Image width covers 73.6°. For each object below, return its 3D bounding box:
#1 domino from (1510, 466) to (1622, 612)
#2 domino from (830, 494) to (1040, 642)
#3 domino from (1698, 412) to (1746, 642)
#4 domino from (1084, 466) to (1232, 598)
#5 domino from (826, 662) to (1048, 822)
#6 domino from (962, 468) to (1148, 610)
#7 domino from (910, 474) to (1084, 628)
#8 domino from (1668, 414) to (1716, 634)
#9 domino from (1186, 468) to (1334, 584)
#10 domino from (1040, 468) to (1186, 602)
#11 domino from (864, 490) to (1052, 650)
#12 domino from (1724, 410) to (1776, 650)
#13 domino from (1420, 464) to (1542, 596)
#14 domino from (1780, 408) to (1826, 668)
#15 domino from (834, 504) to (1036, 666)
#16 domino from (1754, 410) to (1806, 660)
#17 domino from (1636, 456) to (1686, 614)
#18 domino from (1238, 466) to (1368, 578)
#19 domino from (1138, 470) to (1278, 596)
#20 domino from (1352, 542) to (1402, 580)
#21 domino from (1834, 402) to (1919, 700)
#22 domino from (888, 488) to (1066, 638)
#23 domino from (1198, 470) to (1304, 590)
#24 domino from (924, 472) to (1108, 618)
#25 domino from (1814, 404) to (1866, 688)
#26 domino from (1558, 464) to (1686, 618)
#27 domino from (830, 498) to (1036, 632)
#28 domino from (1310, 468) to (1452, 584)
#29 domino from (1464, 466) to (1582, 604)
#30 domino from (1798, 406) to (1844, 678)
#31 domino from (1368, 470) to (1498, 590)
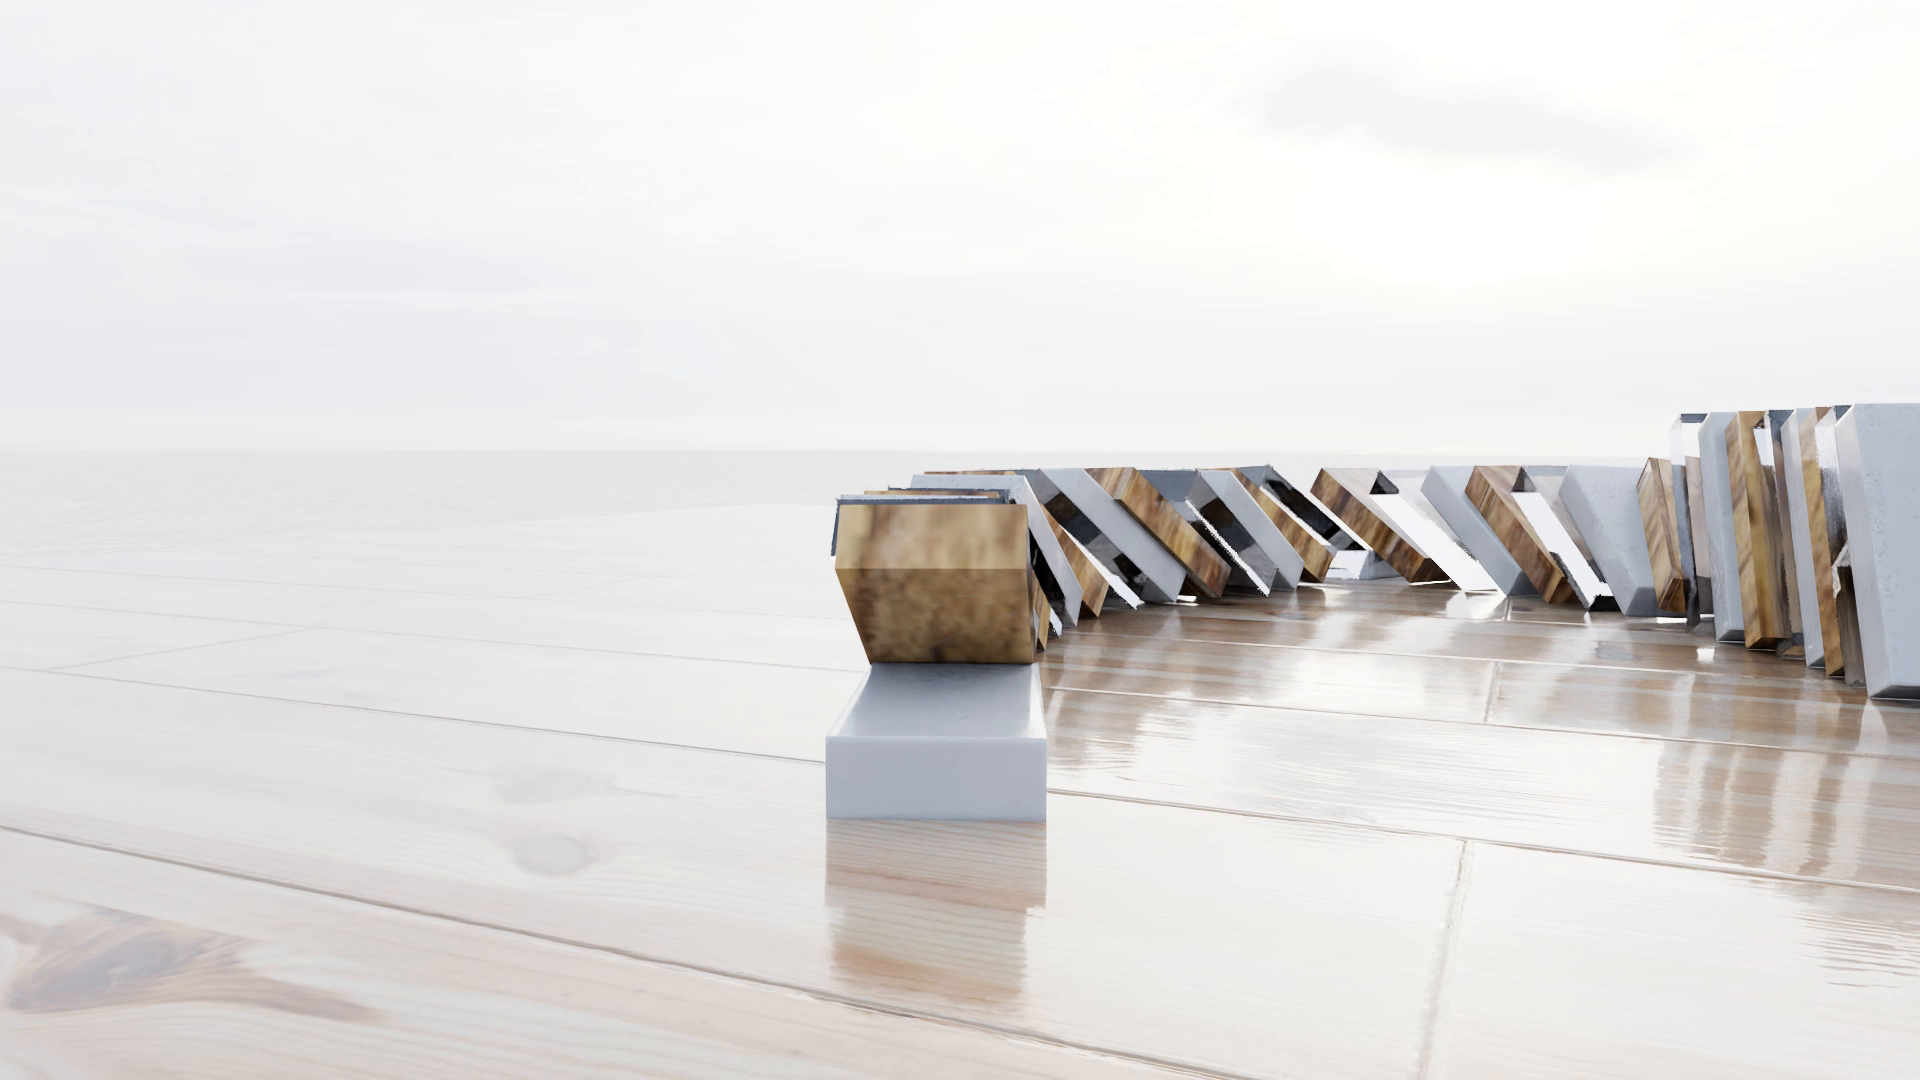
[{"bbox_3d":[0.170,-0.001,0.342,0.025,0.009,0.050,0,39,-4],"label":"domino"},{"bbox_3d":[-0.003,0.008,0.230,0.025,0.009,0.050,1,-27,15],"label":"domino"},{"bbox_3d":[0.177,-0.003,0.277,0.025,0.050,0.009,1,-20,15],"label":"domino"},{"bbox_3d":[0.048,-0.001,0.342,0.025,0.009,0.050,2,-30,46],"label":"domino"},{"bbox_3d":[-0.002,0.025,0.170,0.025,0.009,0.050,0,4,2],"label":"domino"},{"bbox_3d":[0.022,0.000,0.319,0.025,0.009,0.050,2,-30,44],"label":"domino"},{"bbox_3d":[0.009,0.003,0.285,0.025,0.009,0.050,2,-30,23],"label":"domino"},{"bbox_3d":[0.176,-0.004,0.288,0.025,0.050,0.009,1,-20,13],"label":"domino"},{"bbox_3d":[0.086,-0.004,0.382,0.050,0.009,0.025,36,-19,-31],"label":"domino"},{"bbox_3d":[0.034,-0.001,0.332,0.025,0.010,0.050,1,-30,47],"label":"domino"},{"bbox_3d":[0.000,0.007,0.248,0.025,0.009,0.050,1,-27,17],"label":"domino"},{"bbox_3d":[0.177,-0.002,0.266,0.025,0.050,0.009,1,-20,15],"label":"domino"},{"bbox_3d":[0.160,-0.004,0.377,0.025,0.010,0.050,-1,39,-15],"label":"domino"},{"bbox_3d":[0.175,-0.001,0.245,0.025,0.050,0.009,1,-20,15],"label":"domino"},{"bbox_3d":[-0.002,0.011,0.191,0.025,0.009,0.050,0,-27,5],"label":"domino"},{"bbox_3d":[0.176,-0.001,0.256,0.025,0.050,0.009,1,-20,15],"label":"domino"},{"bbox_3d":[0.181,0.000,0.311,0.025,0.010,0.050,11,40,13],"label":"domino"},{"bbox_3d":[0.099,-0.005,0.393,0.050,0.010,0.025,35,-18,-28],"label":"domino"},{"bbox_3d":[0.064,-0.002,0.352,0.025,0.009,0.050,4,-28,43],"label":"domino"},{"bbox_3d":[0.121,0.006,0.427,0.025,0.010,0.050,-3,6,-39],"label":"domino"},{"bbox_3d":[0.166,0.002,0.216,0.025,0.050,0.010,1,-20,15],"label":"domino"},{"bbox_3d":[0.004,0.006,0.267,0.025,0.009,0.050,2,-27,19],"label":"domino"},{"bbox_3d":[0.076,-0.003,0.365,0.025,0.009,0.050,4,-27,43],"label":"domino"},{"bbox_3d":[0.013,0.001,0.304,0.025,0.010,0.050,2,-30,37],"label":"domino"},{"bbox_3d":[0.169,0.001,0.226,0.025,0.050,0.009,1,-20,15],"label":"domino"},{"bbox_3d":[0.174,0.000,0.326,0.025,0.009,0.050,2,39,1],"label":"domino"},{"bbox_3d":[-0.003,0.010,0.209,0.025,0.009,0.050,0,-27,9],"label":"domino"},{"bbox_3d":[0.138,-0.006,0.410,0.025,0.010,0.050,-2,36,-30],"label":"domino"},{"bbox_3d":[0.166,-0.003,0.360,0.025,0.009,0.050,-1,39,-10],"label":"domino"},{"bbox_3d":[0.172,0.000,0.235,0.025,0.050,0.009,1,-20,15],"label":"domino"},{"bbox_3d":[0.151,-0.004,0.394,0.025,0.009,0.050,-2,36,-21],"label":"domino"}]
